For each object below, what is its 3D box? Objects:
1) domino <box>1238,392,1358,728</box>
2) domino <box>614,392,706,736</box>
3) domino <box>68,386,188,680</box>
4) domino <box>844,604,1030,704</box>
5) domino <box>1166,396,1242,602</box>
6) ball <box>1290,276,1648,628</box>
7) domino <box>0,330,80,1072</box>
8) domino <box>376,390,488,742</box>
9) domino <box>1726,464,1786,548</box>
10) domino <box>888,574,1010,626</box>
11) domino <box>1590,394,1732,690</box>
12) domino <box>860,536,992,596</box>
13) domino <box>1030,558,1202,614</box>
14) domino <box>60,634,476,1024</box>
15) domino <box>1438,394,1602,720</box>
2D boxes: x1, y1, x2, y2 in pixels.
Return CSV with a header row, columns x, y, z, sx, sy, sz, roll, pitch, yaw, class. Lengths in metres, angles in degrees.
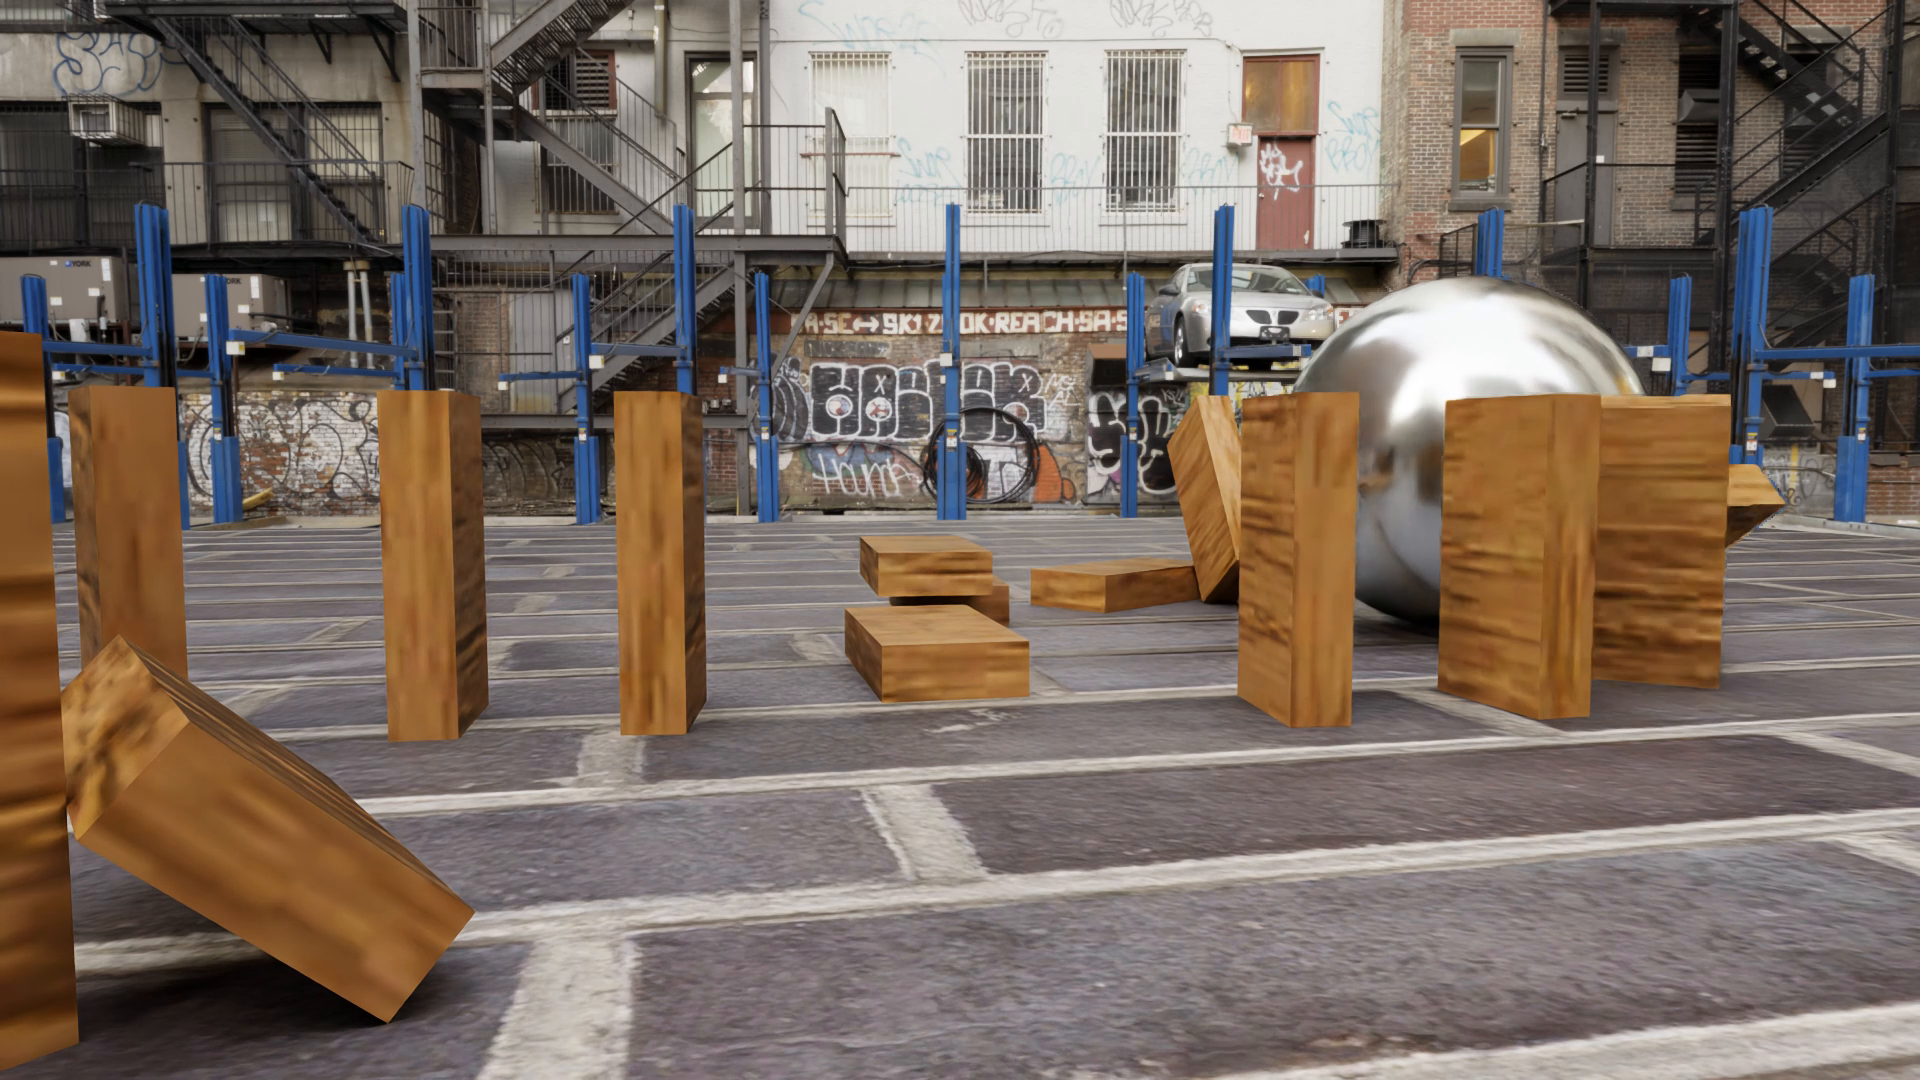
x,y,z,sx,sy,sz,roll,pitch,yaw,class
0.053,0.002,0.204,0.009,0.050,0.025,0,4,-6,domino
-0.046,0.003,0.198,0.010,0.050,0.025,0,4,-4,domino
-0.116,0.004,0.179,0.010,0.050,0.025,-4,6,-40,domino
-0.006,0.020,0.238,0.025,0.010,0.050,-1,4,-12,domino
0.069,-0.011,0.346,0.009,0.050,0.025,-1,-28,-13,domino
0.114,-0.019,0.293,0.080,0.080,0.080,0,4,0,ball
-0.073,0.011,0.081,0.009,0.050,0.025,3,5,31,domino
-0.079,0.003,0.195,0.010,0.050,0.025,-1,4,-11,domino
0.131,0.004,0.251,0.025,0.009,0.050,-2,-34,-26,domino
-0.004,0.014,0.323,0.025,0.010,0.050,-1,4,-7,domino
0.120,0.000,0.226,0.025,0.050,0.010,3,19,31,domino
-0.009,0.006,0.304,0.025,0.010,0.050,-1,4,-9,domino
0.045,0.012,0.349,0.025,0.010,0.050,4,6,45,domino
-0.062,0.022,0.110,0.050,0.009,0.025,6,-36,52,domino
0.091,0.002,0.210,0.009,0.050,0.025,-1,4,-15,domino
